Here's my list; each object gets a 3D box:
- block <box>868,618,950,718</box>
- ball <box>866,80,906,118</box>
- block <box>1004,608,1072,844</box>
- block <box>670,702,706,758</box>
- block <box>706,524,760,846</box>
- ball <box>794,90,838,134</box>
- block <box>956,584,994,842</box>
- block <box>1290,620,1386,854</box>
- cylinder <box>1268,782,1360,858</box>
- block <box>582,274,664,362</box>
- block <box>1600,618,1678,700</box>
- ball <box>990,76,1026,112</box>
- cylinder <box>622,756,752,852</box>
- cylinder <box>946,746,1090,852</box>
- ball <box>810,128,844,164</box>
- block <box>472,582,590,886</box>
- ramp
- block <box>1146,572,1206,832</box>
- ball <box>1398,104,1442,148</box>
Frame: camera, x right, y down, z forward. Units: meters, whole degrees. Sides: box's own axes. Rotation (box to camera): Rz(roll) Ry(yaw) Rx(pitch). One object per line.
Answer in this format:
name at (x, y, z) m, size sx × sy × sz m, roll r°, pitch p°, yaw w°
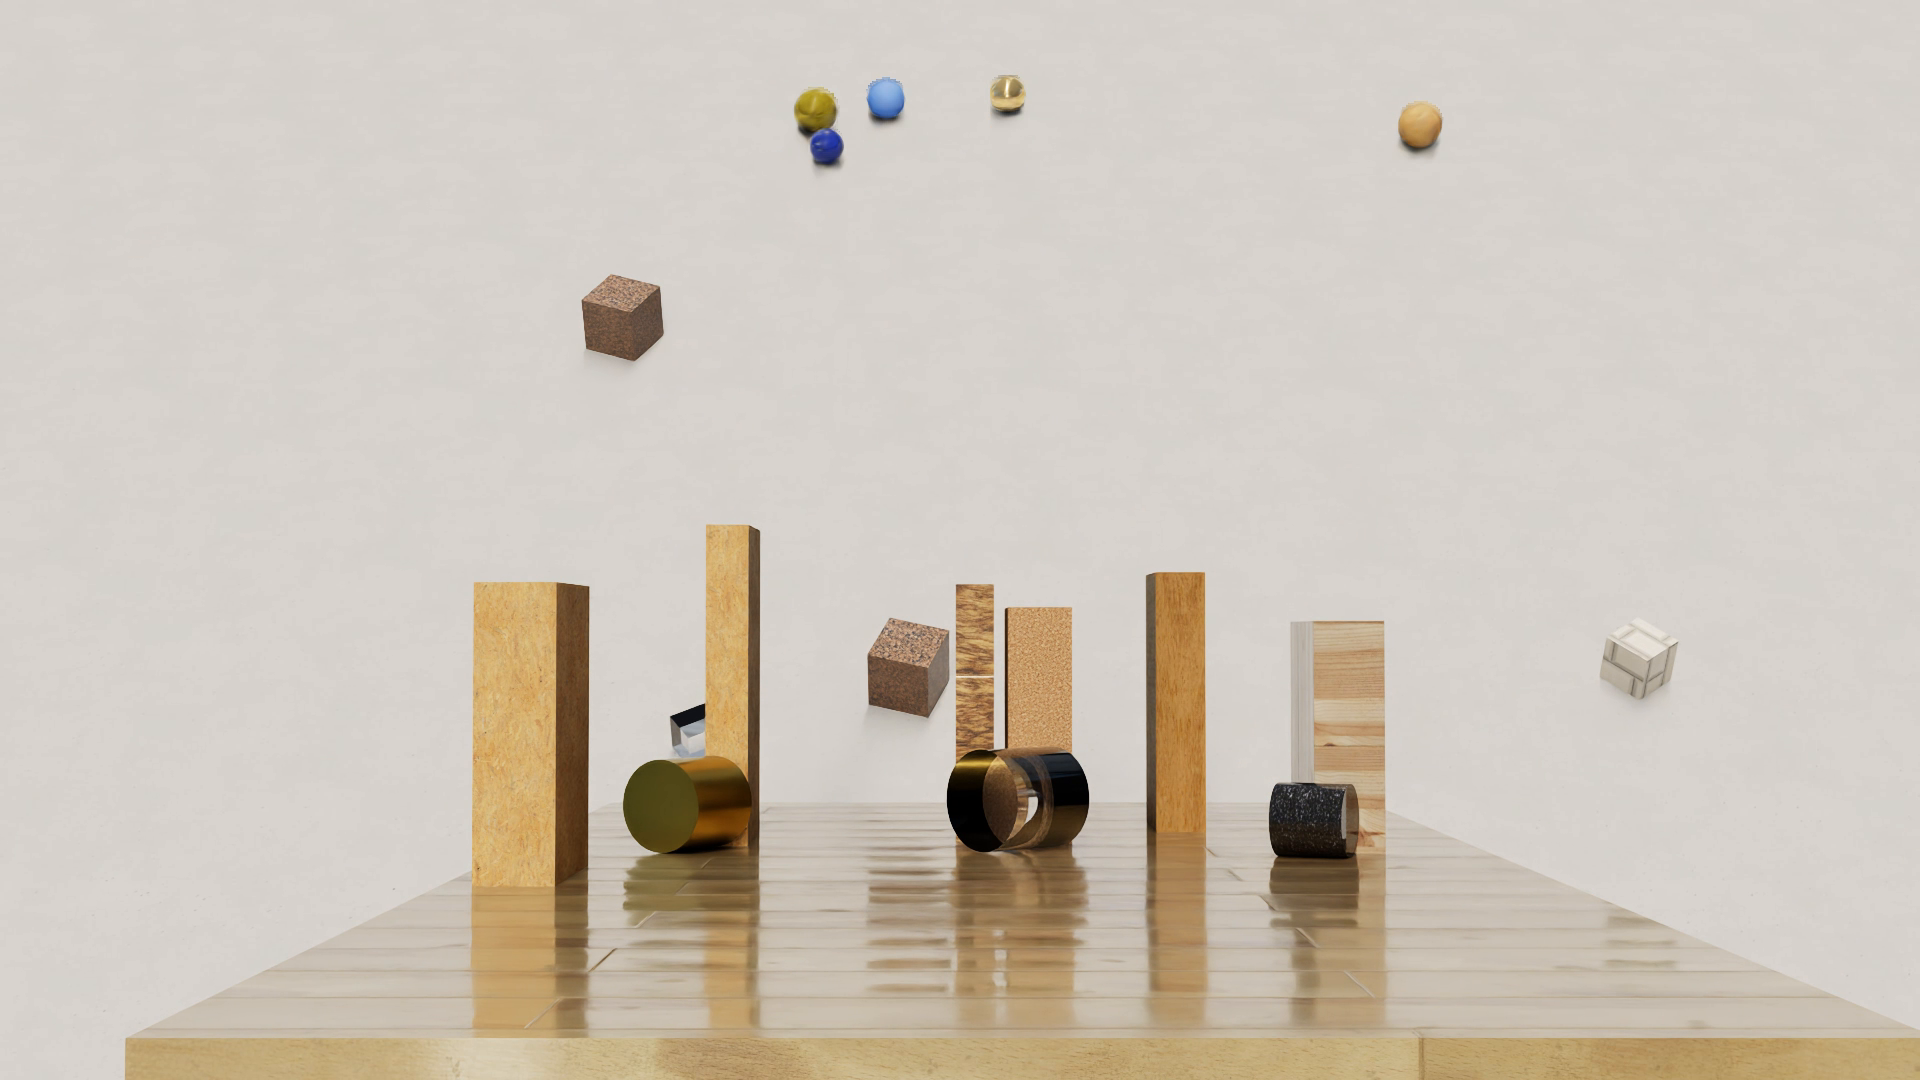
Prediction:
block at (-0.144, 0.359, 7.314) m, size 0.179 × 0.179 × 0.179 m, roll 11°, pitch 37°, yaw 15°
ball at (-0.292, -1.739, 10.258) m, size 0.151 × 0.151 × 0.151 m, roll 0°, pitch 36°, yaw 0°
block at (0.171, 0.402, 5.752) m, size 0.136 × 0.502 × 0.439 m, roll 0°, pitch -2°, yaw 0°
block at (-0.718, 0.537, 7.124) m, size 0.110 × 0.110 × 0.110 m, roll -20°, pitch 40°, yaw -26°
block at (-0.491, 0.311, 5.632) m, size 0.090 × 0.676 × 0.324 m, roll 0°, pitch -2°, yaw 0°
ball at (-0.564, -1.673, 10.149) m, size 0.172 × 0.172 × 0.172 m, roll 0°, pitch 36°, yaw 0°
block at (0.032, 0.377, 5.737) m, size 0.082 × 0.552 × 0.318 m, roll 0°, pitch -2°, yaw 0°
block at (0.792, 0.407, 5.468) m, size 0.144 × 0.472 × 0.373 m, roll 0°, pitch -2°, yaw 0°
cylinder at (0.709, 0.560, 5.201) m, size 0.147 × 0.147 × 0.147 m, roll -1°, pitch 33°, yaw 22°
block at (-1.148, -0.758, 8.856) m, size 0.194 × 0.194 × 0.194 m, roll 15°, pitch 38°, yaw 20°
block at (1.926, 0.337, 7.376) m, size 0.142 × 0.142 × 0.142 m, roll -26°, pitch 43°, yaw -32°
ball at (0.188, -1.767, 10.304) m, size 0.143 × 0.143 × 0.143 m, roll 0°, pitch 36°, yaw 0°
cylinder at (-0.562, 0.544, 5.367) m, size 0.190 × 0.190 × 0.190 m, roll 23°, pitch 9°, yaw 28°
cylinder at (0.120, 0.535, 5.379) m, size 0.210 × 0.210 × 0.210 m, roll 2°, pitch 26°, yaw -44°
ball at (-0.510, -1.508, 9.951) m, size 0.133 × 0.133 × 0.133 m, roll 0°, pitch 36°, yaw 0°
block at (-0.788, 0.350, 4.800) m, size 0.147 × 0.537 × 0.413 m, roll 0°, pitch -2°, yaw 0°
ramp at (0.079, 0.671, 4.865) m, size 2.000 × 0.100 × 4.000 m, roll 0°, pitch -2°, yaw 0°
block at (0.497, 0.370, 6.001) m, size 0.112 × 0.584 × 0.310 m, roll 0°, pitch -2°, yaw 0°
ball at (1.779, -1.604, 10.055) m, size 0.168 × 0.168 × 0.168 m, roll 0°, pitch 36°, yaw 0°
